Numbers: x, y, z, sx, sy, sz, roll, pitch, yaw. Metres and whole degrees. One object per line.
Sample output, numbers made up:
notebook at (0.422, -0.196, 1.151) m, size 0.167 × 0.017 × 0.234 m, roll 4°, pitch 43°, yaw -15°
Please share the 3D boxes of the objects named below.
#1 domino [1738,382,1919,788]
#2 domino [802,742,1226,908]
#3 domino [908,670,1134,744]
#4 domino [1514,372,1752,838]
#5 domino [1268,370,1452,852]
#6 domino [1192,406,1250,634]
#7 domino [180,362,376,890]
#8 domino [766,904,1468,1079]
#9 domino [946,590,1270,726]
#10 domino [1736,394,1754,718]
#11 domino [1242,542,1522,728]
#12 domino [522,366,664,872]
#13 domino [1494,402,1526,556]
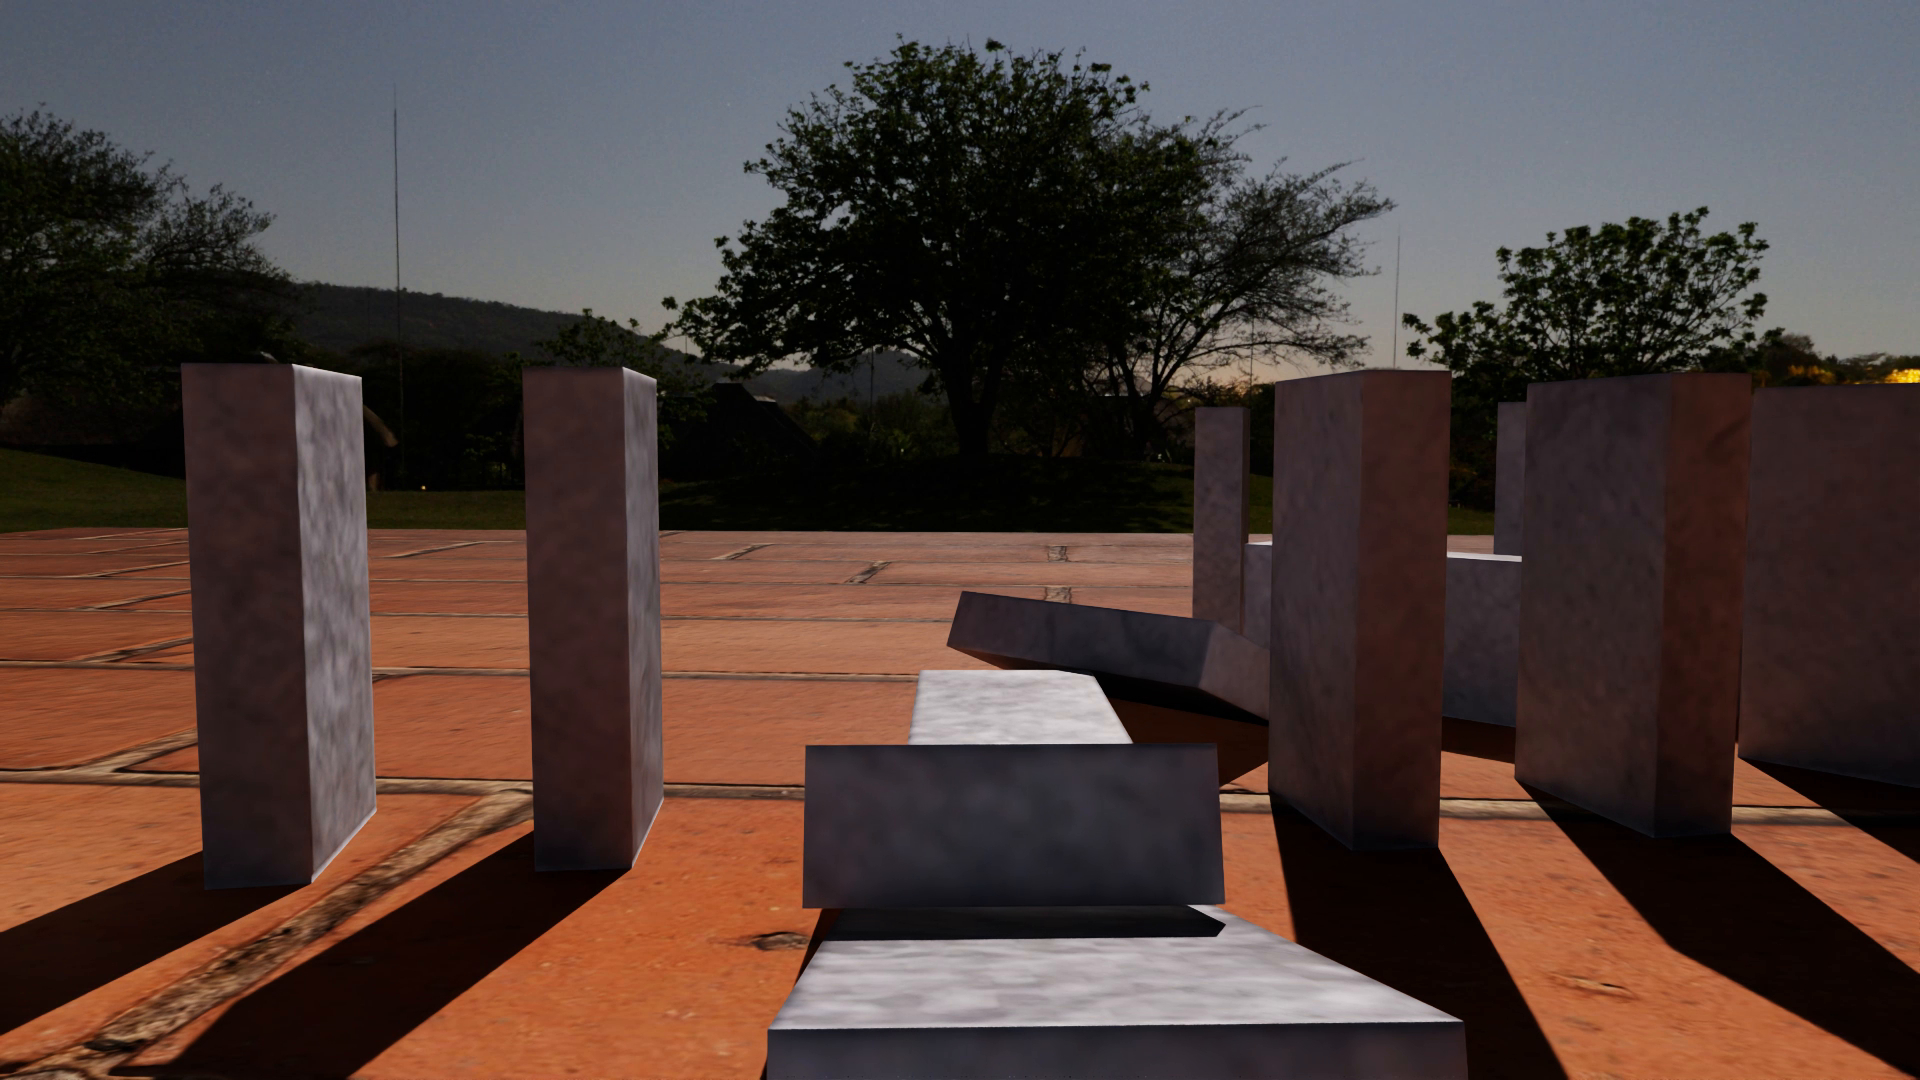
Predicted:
domino at (0.117, 0.005, 0.166) m, size 0.010 × 0.050 × 0.025 m, roll -3°, pitch 6°, yaw -39°
domino at (0.002, 0.023, 0.101) m, size 0.025 × 0.009 × 0.050 m, roll 0°, pitch -13°, yaw -2°
domino at (0.007, 0.026, 0.163) m, size 0.025 × 0.009 × 0.050 m, roll 0°, pitch 4°, yaw 0°
domino at (0.077, 0.006, 0.150) m, size 0.009 × 0.050 × 0.025 m, roll -1°, pitch 4°, yaw -10°
domino at (0.044, 0.007, 0.145) m, size 0.010 × 0.050 × 0.025 m, roll -1°, pitch 4°, yaw -7°
domino at (0.056, -0.003, 0.274) m, size 0.009 × 0.050 × 0.025 m, roll 1°, pitch 4°, yaw 16°
domino at (-0.070, 0.008, 0.134) m, size 0.010 × 0.050 × 0.025 m, roll -1°, pitch 4°, yaw -11°
domino at (0.005, 0.026, 0.070) m, size 0.025 × 0.009 × 0.050 m, roll 0°, pitch -10°, yaw -1°
domino at (0.025, 0.018, 0.201) m, size 0.050 × 0.010 × 0.025 m, roll 4°, pitch -16°, yaw 46°
domino at (0.129, 0.002, 0.206) m, size 0.025 × 0.050 × 0.010 m, roll -1°, pitch 5°, yaw -19°
domino at (0.071, 0.014, 0.212) m, size 0.010 × 0.025 × 0.050 m, roll -4°, pitch 6°, yaw -44°
domino at (-0.039, 0.007, 0.139) m, size 0.010 × 0.050 × 0.025 m, roll 0°, pitch 4°, yaw -6°
domino at (0.109, 0.000, 0.238) m, size 0.025 × 0.050 × 0.009 m, roll -4°, pitch 6°, yaw -42°
